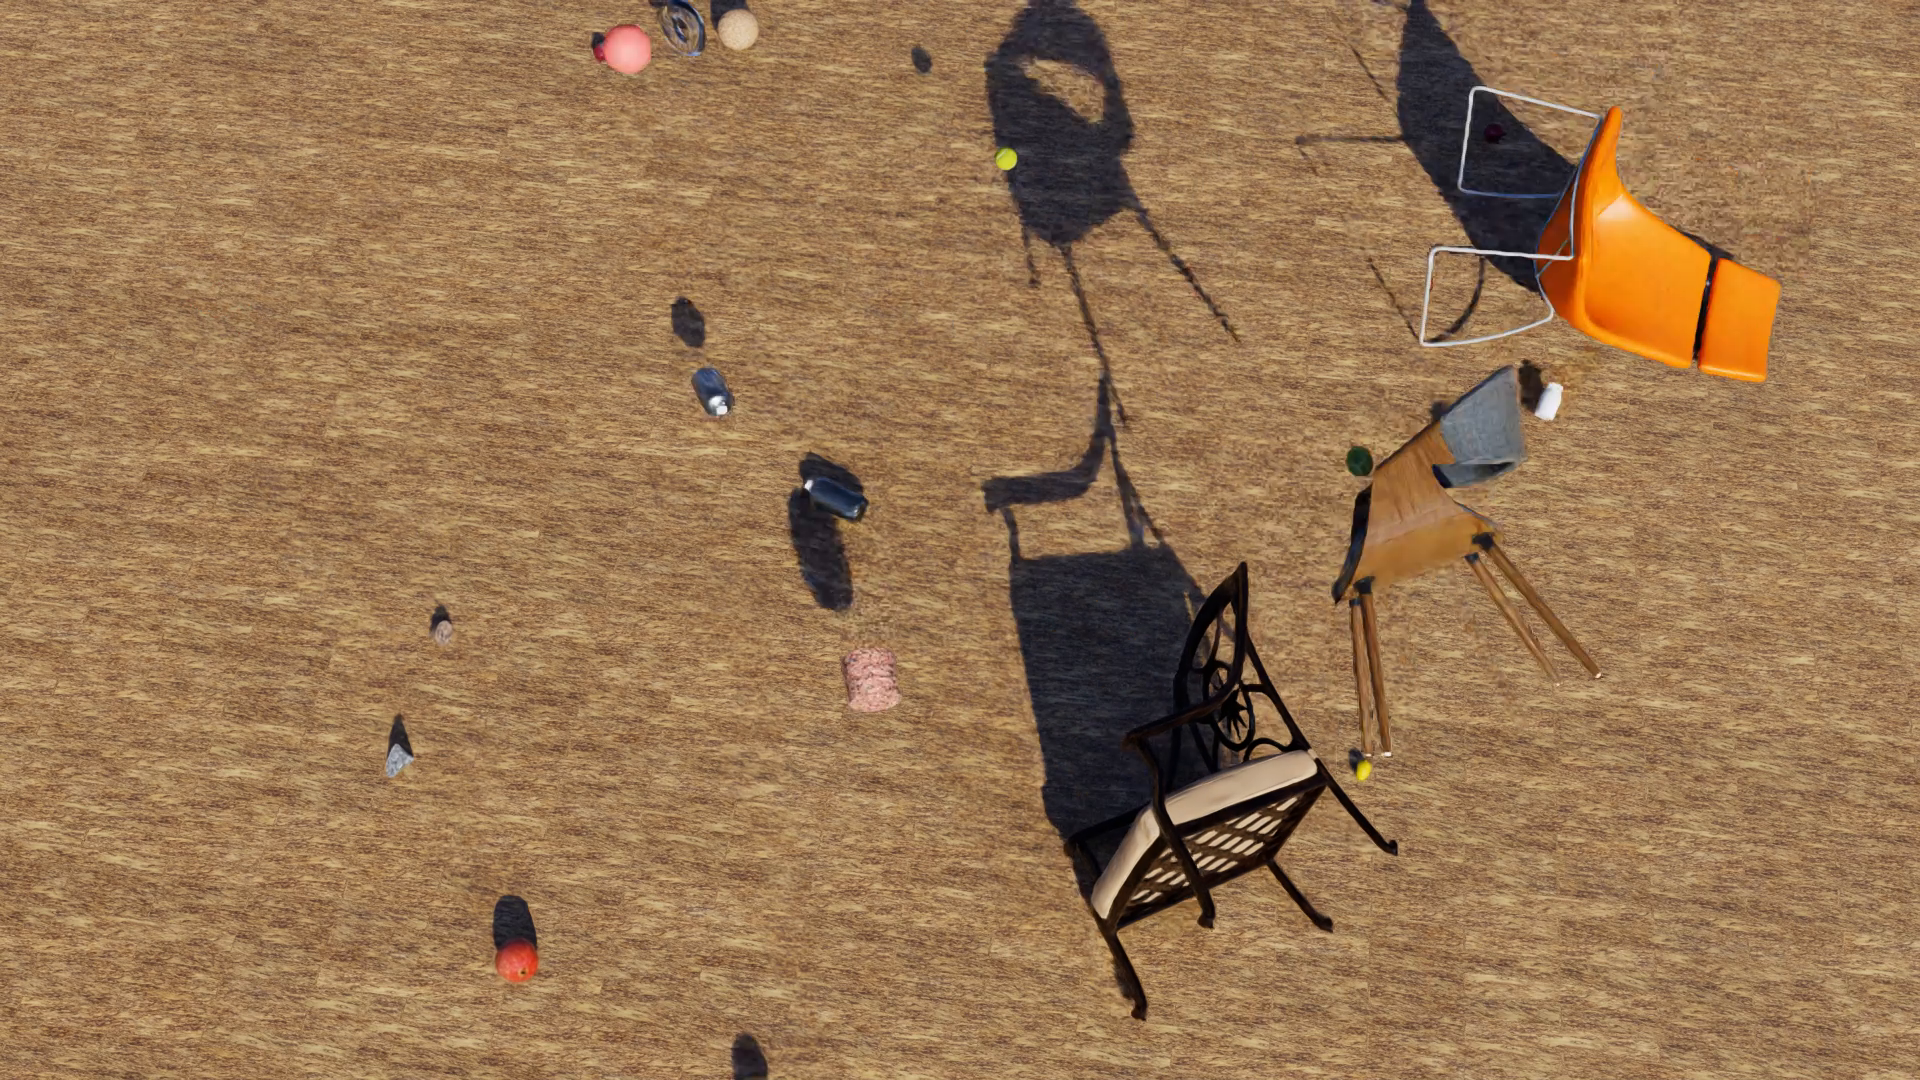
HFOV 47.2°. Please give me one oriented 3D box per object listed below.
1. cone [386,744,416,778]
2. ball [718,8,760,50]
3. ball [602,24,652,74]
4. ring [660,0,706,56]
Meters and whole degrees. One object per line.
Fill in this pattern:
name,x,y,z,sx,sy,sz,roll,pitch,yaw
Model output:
cone,-1.550,0.614,6.136,0.069,0.108,0.059,-1,32,-48
ball,-0.775,-1.786,7.685,0.146,0.146,0.146,0,56,0
ball,-1.058,-1.563,6.998,0.155,0.155,0.155,0,56,0
ring,-0.937,-1.735,7.445,0.207,0.213,0.049,49,56,3
